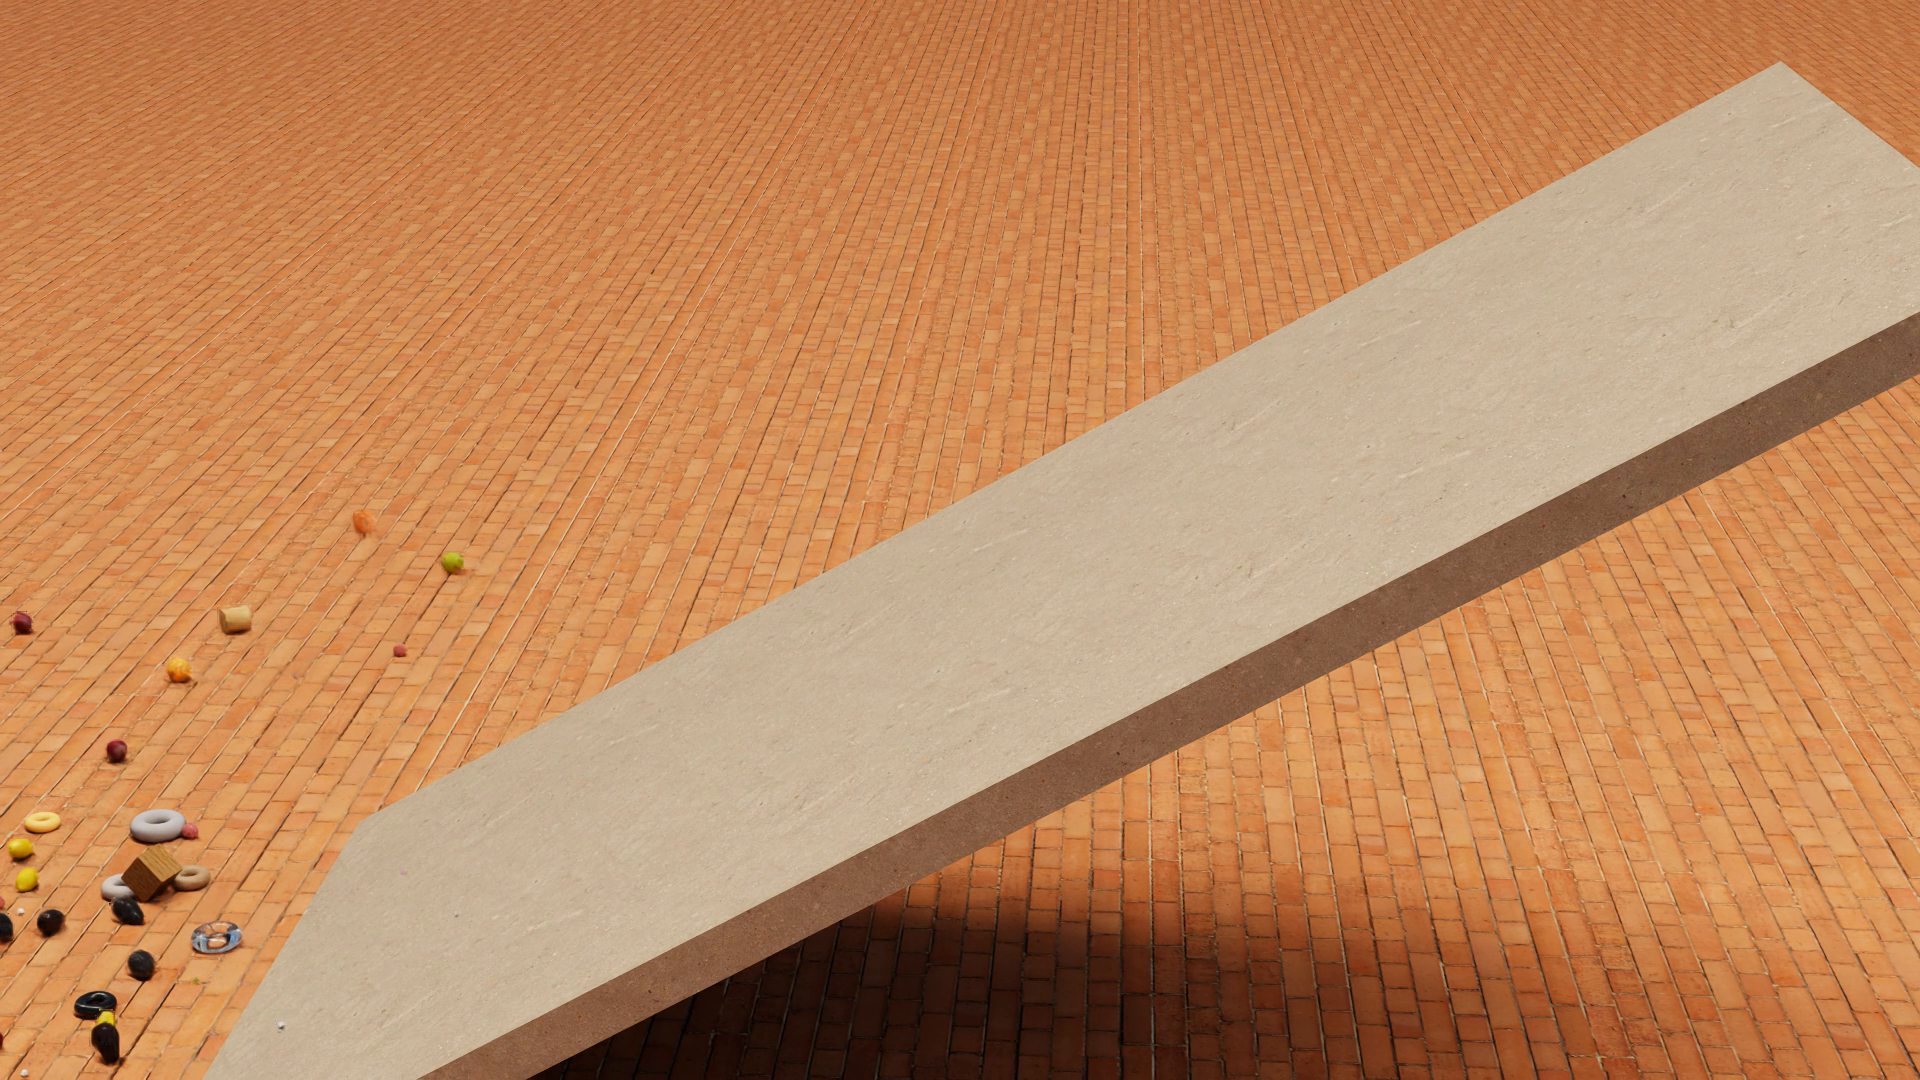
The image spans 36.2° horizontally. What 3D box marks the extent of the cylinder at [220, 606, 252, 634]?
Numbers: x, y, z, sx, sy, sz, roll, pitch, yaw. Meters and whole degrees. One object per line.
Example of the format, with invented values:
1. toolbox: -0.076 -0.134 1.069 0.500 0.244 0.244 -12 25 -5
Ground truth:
1. cylinder: -2.269 0.250 9.213 0.079 0.079 0.079 -11 21 -29

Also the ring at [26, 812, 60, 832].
1. ring: -2.431 0.748 7.797 0.092 0.031 0.092 1 18 0

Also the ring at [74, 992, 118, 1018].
1. ring: -2.002 1.076 6.811 0.098 0.033 0.098 0 20 0

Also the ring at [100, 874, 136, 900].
1. ring: -2.107 0.874 7.409 0.112 0.037 0.112 -1 19 0

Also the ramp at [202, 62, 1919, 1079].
1. ramp: 0.142 0.168 6.284 4.000 0.100 2.000 -28 15 12

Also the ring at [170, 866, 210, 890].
1. ring: -1.955 0.857 7.465 0.106 0.035 0.106 1 19 0

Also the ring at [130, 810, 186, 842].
1. ring: -2.114 0.753 7.754 0.146 0.049 0.146 1 18 0

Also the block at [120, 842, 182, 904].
1. block: -2.028 0.836 7.382 0.090 0.090 0.090 45 28 3

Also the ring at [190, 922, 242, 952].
1. ring: -1.804 0.963 7.137 0.123 0.041 0.123 0 20 0
